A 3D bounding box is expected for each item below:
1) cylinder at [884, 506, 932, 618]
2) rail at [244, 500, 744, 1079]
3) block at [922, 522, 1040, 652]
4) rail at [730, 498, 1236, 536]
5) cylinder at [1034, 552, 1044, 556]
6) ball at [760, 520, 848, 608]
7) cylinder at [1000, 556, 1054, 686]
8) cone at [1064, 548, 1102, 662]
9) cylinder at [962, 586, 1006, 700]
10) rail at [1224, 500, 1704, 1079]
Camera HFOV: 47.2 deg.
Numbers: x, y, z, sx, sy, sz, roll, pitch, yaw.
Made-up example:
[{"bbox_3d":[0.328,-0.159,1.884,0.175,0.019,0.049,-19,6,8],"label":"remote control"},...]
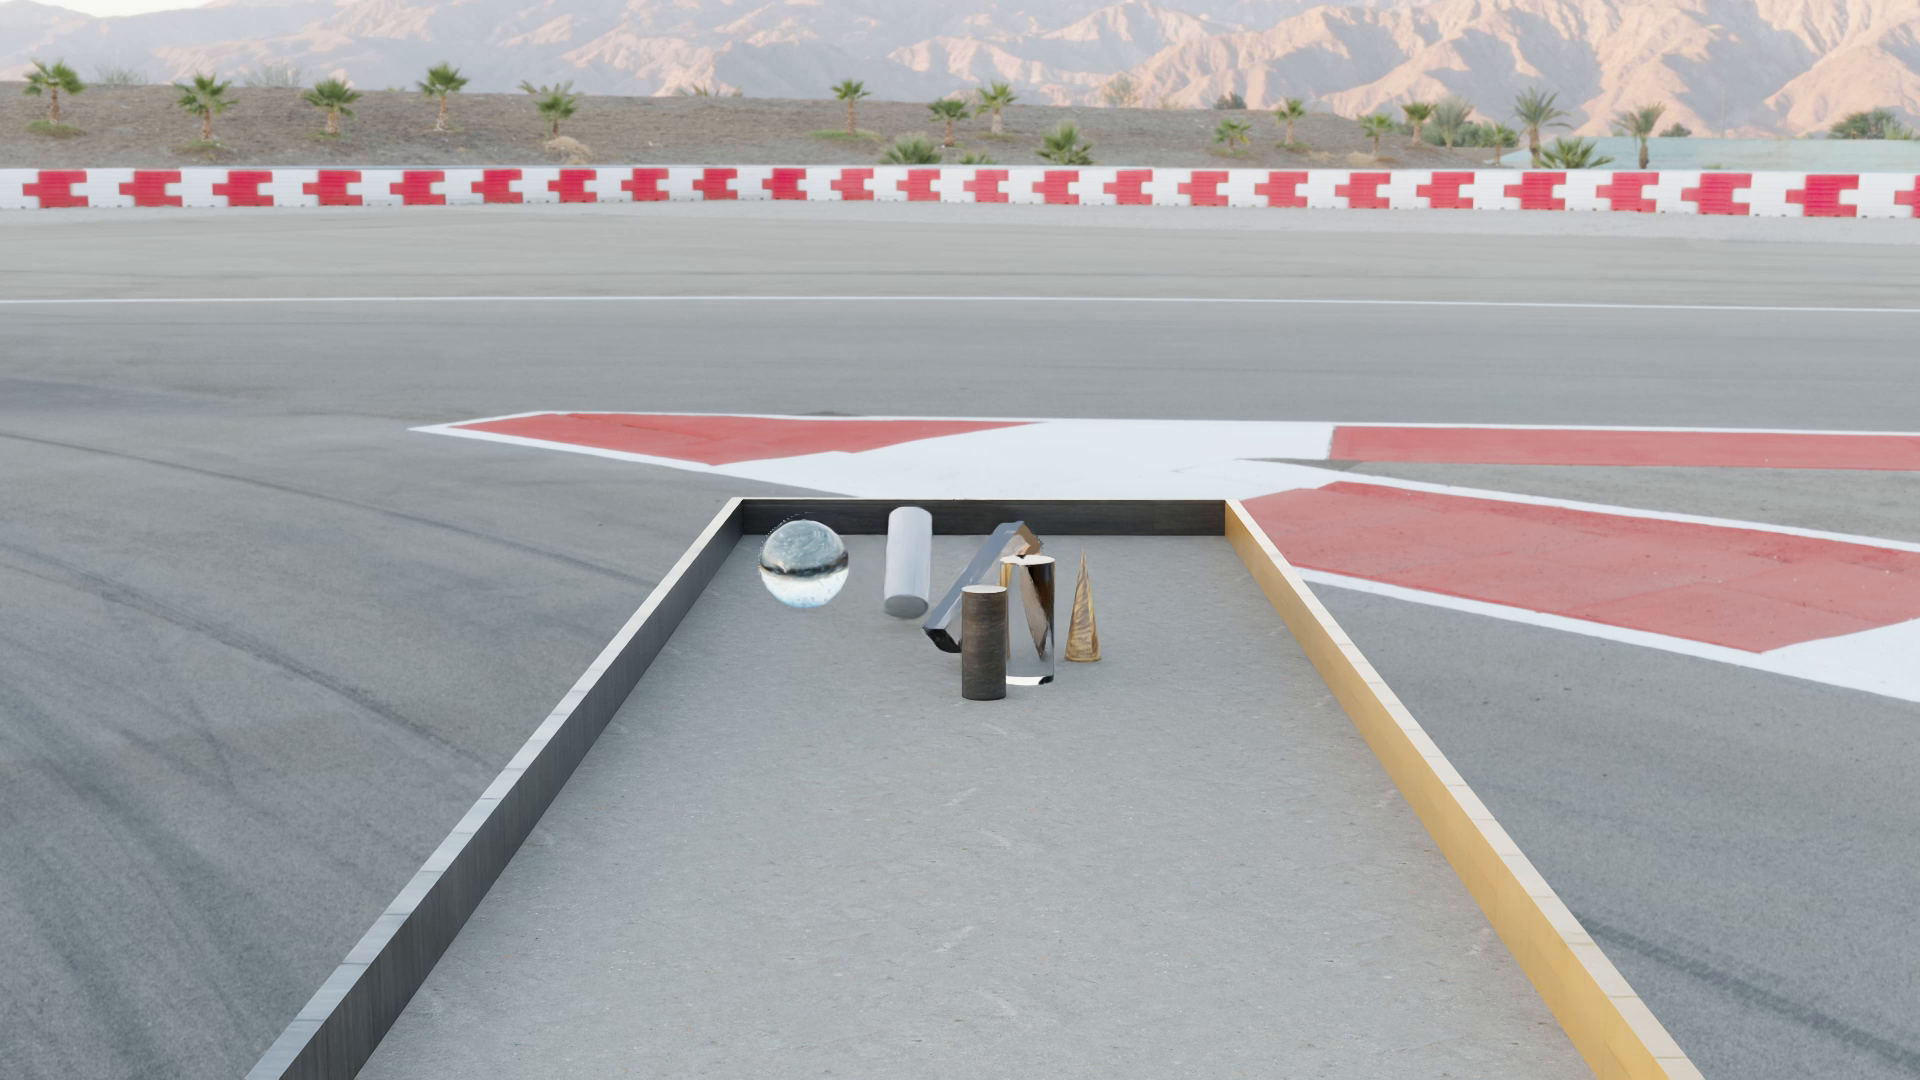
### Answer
[{"bbox_3d":[-0.174,0.076,7.388,0.150,0.353,0.150,1,-35,1],"label":"cylinder"},{"bbox_3d":[-1.004,0.839,3.234,0.050,0.150,12.000,0,9,1],"label":"rail"},{"bbox_3d":[0.068,0.141,6.688,0.105,0.105,0.450,-1,44,50],"label":"block"},{"bbox_3d":[0.099,-0.098,9.147,2.100,0.150,0.050,0,9,1],"label":"rail"},{"bbox_3d":[0.148,0.185,6.817,0.161,0.161,0.320,6,48,33],"label":"cylinder"},{"bbox_3d":[-0.523,0.081,7.382,0.298,0.298,0.298,0,9,0],"label":"ball"},{"bbox_3d":[0.196,0.232,6.411,0.158,0.355,0.158,0,9,0],"label":"cylinder"},{"bbox_3d":[0.375,0.189,6.693,0.114,0.353,0.114,0,9,0],"label":"cone"},{"bbox_3d":[0.068,0.289,6.200,0.125,0.308,0.125,0,9,0],"label":"cylinder"},{"bbox_3d":[1.046,0.843,3.208,0.050,0.150,12.000,0,9,1],"label":"rail"}]
